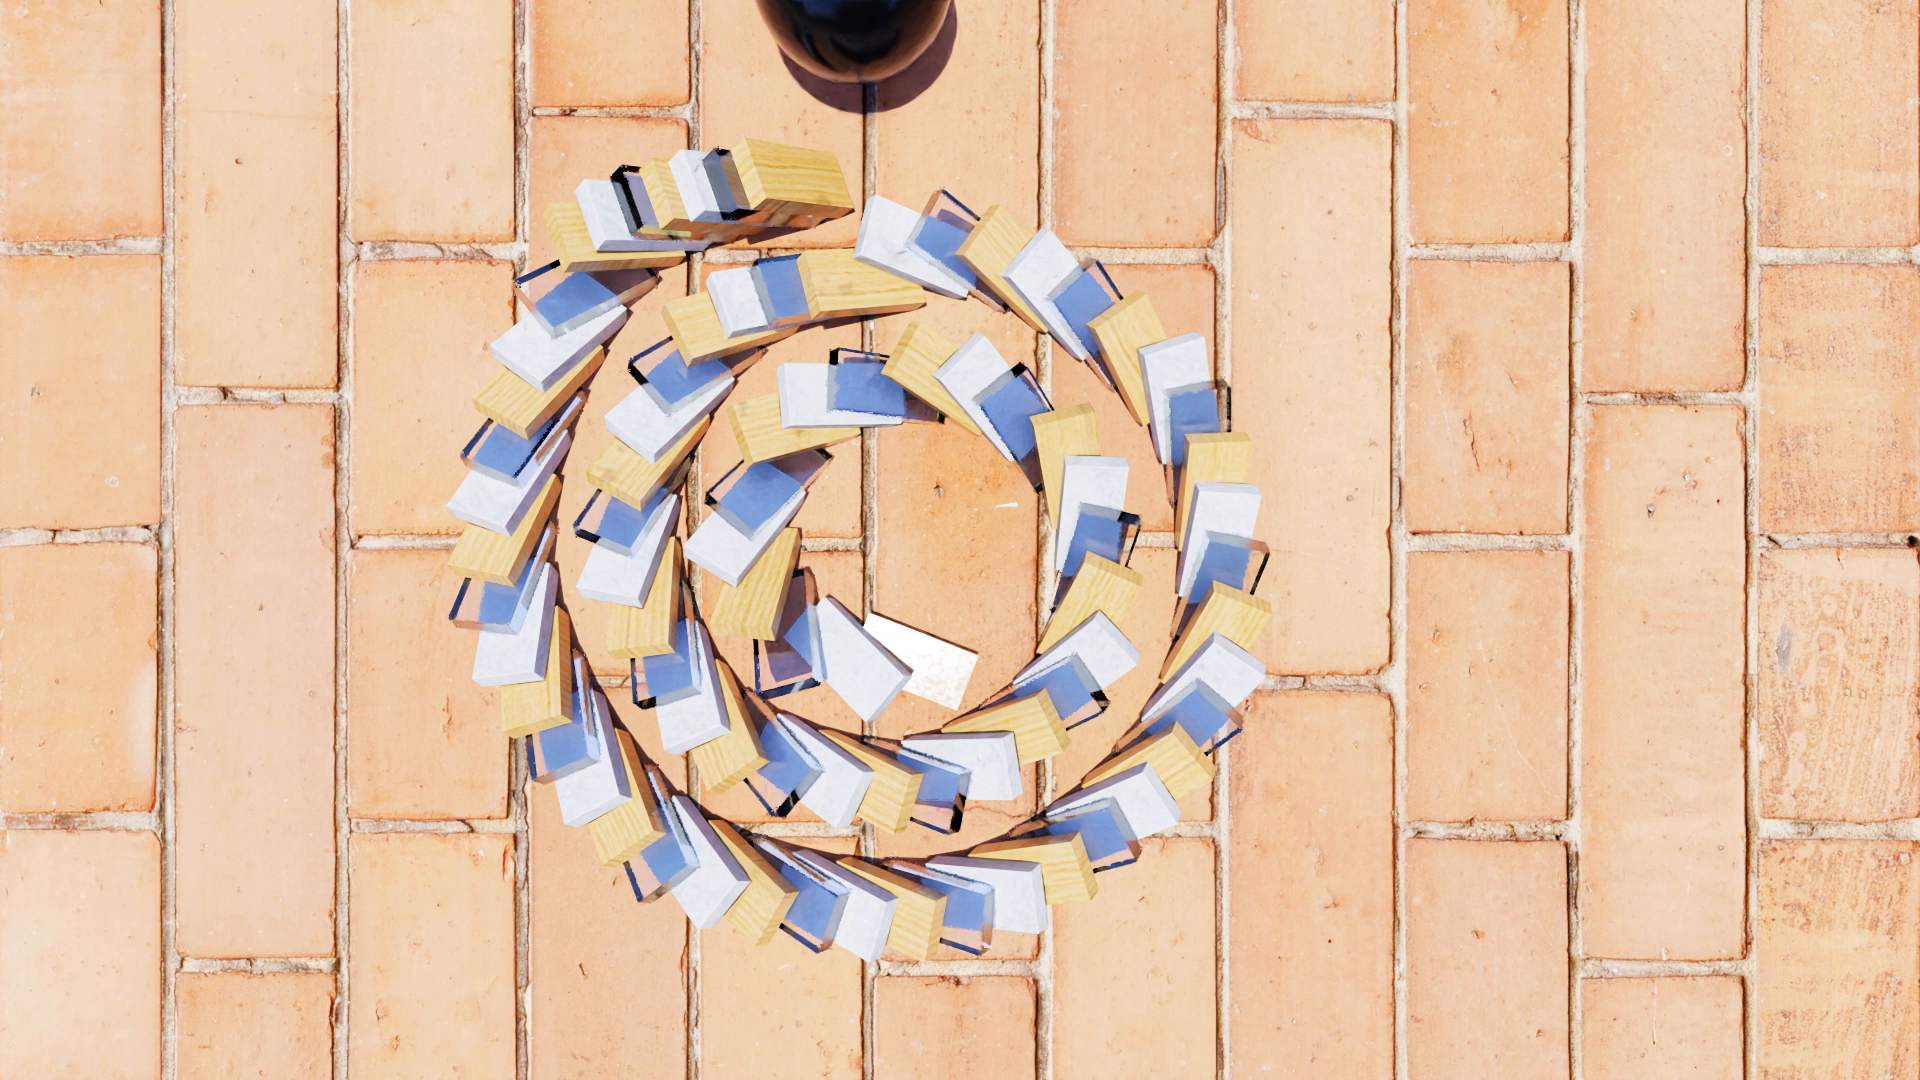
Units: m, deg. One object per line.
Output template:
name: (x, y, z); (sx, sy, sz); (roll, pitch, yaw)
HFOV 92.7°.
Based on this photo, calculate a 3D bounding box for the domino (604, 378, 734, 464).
domino: (-0.121, -0.057, 0.383); (0.025, 0.010, 0.050); (37, 60, 0)

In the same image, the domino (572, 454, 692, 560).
domino: (-0.136, -0.019, 0.383); (0.025, 0.009, 0.050); (22, 59, 0)

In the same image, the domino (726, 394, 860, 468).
domino: (-0.069, -0.049, 0.383); (0.050, 0.009, 0.025); (-20, 90, -32)

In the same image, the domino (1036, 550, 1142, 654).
domino: (0.054, 0.031, 0.383); (0.025, 0.009, 0.050); (23, 122, 0)

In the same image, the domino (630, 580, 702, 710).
domino: (-0.124, 0.043, 0.383); (0.025, 0.010, 0.050); (-16, 59, 0)

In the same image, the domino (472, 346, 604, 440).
domino: (-0.176, -0.068, 0.384); (0.025, 0.009, 0.050); (30, 61, 0)

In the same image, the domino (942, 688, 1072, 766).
domino: (0.019, 0.082, 0.383); (0.050, 0.009, 0.025); (-26, 90, 31)

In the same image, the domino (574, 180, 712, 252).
domino: (-0.129, -0.133, 0.379); (0.010, 0.050, 0.025); (-20, 89, 44)

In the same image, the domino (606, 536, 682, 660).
domino: (-0.132, 0.024, 0.383); (0.025, 0.010, 0.050); (-7, 59, 0)

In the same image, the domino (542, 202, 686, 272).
domino: (-0.142, -0.126, 0.380); (0.050, 0.010, 0.025); (-20, 90, -42)

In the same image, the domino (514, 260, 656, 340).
domino: (-0.156, -0.107, 0.384); (0.050, 0.009, 0.025); (-40, 90, -29)

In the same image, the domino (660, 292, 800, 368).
domino: (-0.095, -0.092, 0.383); (0.050, 0.009, 0.025); (-26, 90, -31)

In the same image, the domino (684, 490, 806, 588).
domino: (-0.089, -0.007, 0.382); (0.025, 0.010, 0.050); (32, 57, 2)

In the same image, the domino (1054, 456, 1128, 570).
domino: (0.054, -0.011, 0.383); (0.025, 0.010, 0.050); (2, 122, 0)

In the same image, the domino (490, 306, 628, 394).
domino: (-0.167, -0.087, 0.384); (0.025, 0.010, 0.050); (36, 61, 0)

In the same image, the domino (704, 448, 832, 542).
domino: (-0.080, -0.026, 0.383); (0.025, 0.010, 0.050); (40, 58, 0)

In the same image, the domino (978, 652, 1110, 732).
domino: (0.035, 0.069, 0.383); (0.050, 0.009, 0.025); (-34, 90, 31)

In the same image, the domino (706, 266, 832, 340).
domino: (-0.077, -0.102, 0.383); (0.050, 0.009, 0.025); (-20, 90, -30)

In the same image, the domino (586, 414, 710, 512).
domino: (-0.130, -0.039, 0.383); (0.025, 0.010, 0.050); (29, 60, 0)

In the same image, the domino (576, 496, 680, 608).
domino: (-0.138, 0.002, 0.383); (0.025, 0.010, 0.050); (10, 59, 0)

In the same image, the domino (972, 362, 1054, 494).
domino: (0.029, -0.046, 0.383); (0.025, 0.009, 0.050); (-37, 122, 0)

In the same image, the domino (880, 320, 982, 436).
domino: (-0.006, -0.067, 0.382); (0.050, 0.010, 0.025); (30, 90, -33)

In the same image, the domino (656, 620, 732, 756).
domino: (-0.114, 0.061, 0.383); (0.025, 0.009, 0.050); (-24, 59, 0)

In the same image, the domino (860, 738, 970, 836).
domino: (-0.021, 0.102, 0.383); (0.050, 0.009, 0.025); (11, 91, 31)

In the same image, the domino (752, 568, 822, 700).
domino: (-0.073, 0.039, 0.381); (0.025, 0.010, 0.050); (-16, 59, 9)

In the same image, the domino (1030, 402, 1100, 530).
domino: (0.046, -0.030, 0.383); (0.025, 0.010, 0.050); (-14, 123, 0)

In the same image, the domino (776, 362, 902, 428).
domino: (-0.050, -0.060, 0.383); (0.050, 0.009, 0.025); (-5, 90, -31)

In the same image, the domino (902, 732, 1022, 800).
domino: (0.000, 0.094, 0.383); (0.050, 0.009, 0.025); (-9, 90, 32)

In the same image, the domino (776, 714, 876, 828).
domino: (-0.062, 0.096, 0.383); (0.050, 0.009, 0.025); (26, 90, 31)

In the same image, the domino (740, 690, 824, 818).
domino: (-0.082, 0.089, 0.383); (0.050, 0.010, 0.025); (39, 90, 31)

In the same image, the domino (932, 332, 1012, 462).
domino: (0.014, -0.059, 0.383); (0.025, 0.010, 0.050); (-44, 122, 0)

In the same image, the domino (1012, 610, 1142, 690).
domino: (0.048, 0.054, 0.383); (0.025, 0.010, 0.050); (46, 122, 0)

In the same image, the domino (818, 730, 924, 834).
domino: (-0.041, 0.100, 0.383); (0.050, 0.009, 0.025); (17, 90, 31)

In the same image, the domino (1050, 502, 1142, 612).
domino: (0.056, 0.010, 0.383); (0.025, 0.010, 0.050); (13, 121, 0)

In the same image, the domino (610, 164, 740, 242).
domino: (-0.116, -0.138, 0.377); (0.010, 0.050, 0.025); (-20, 90, 38)

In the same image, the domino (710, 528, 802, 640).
domino: (-0.084, 0.017, 0.380); (0.025, 0.009, 0.050); (4, 53, 4)

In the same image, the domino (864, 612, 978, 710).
domino: (-0.020, 0.052, 0.395); (0.050, 0.010, 0.025); (21, 90, 0)

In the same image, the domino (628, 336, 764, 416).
domino: (-0.110, -0.076, 0.383); (0.025, 0.009, 0.050); (48, 59, 0)

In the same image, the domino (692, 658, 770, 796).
domino: (-0.101, 0.078, 0.383); (0.025, 0.010, 0.050); (-34, 59, 1)

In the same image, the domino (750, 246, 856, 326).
domino: (-0.059, -0.106, 0.383); (0.050, 0.010, 0.025); (-19, 90, -32)

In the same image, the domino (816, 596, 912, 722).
domino: (-0.047, 0.050, 0.386); (0.050, 0.010, 0.025); (42, 97, 20)

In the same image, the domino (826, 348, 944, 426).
domino: (-0.030, -0.064, 0.383); (0.050, 0.009, 0.025); (3, 90, -31)
